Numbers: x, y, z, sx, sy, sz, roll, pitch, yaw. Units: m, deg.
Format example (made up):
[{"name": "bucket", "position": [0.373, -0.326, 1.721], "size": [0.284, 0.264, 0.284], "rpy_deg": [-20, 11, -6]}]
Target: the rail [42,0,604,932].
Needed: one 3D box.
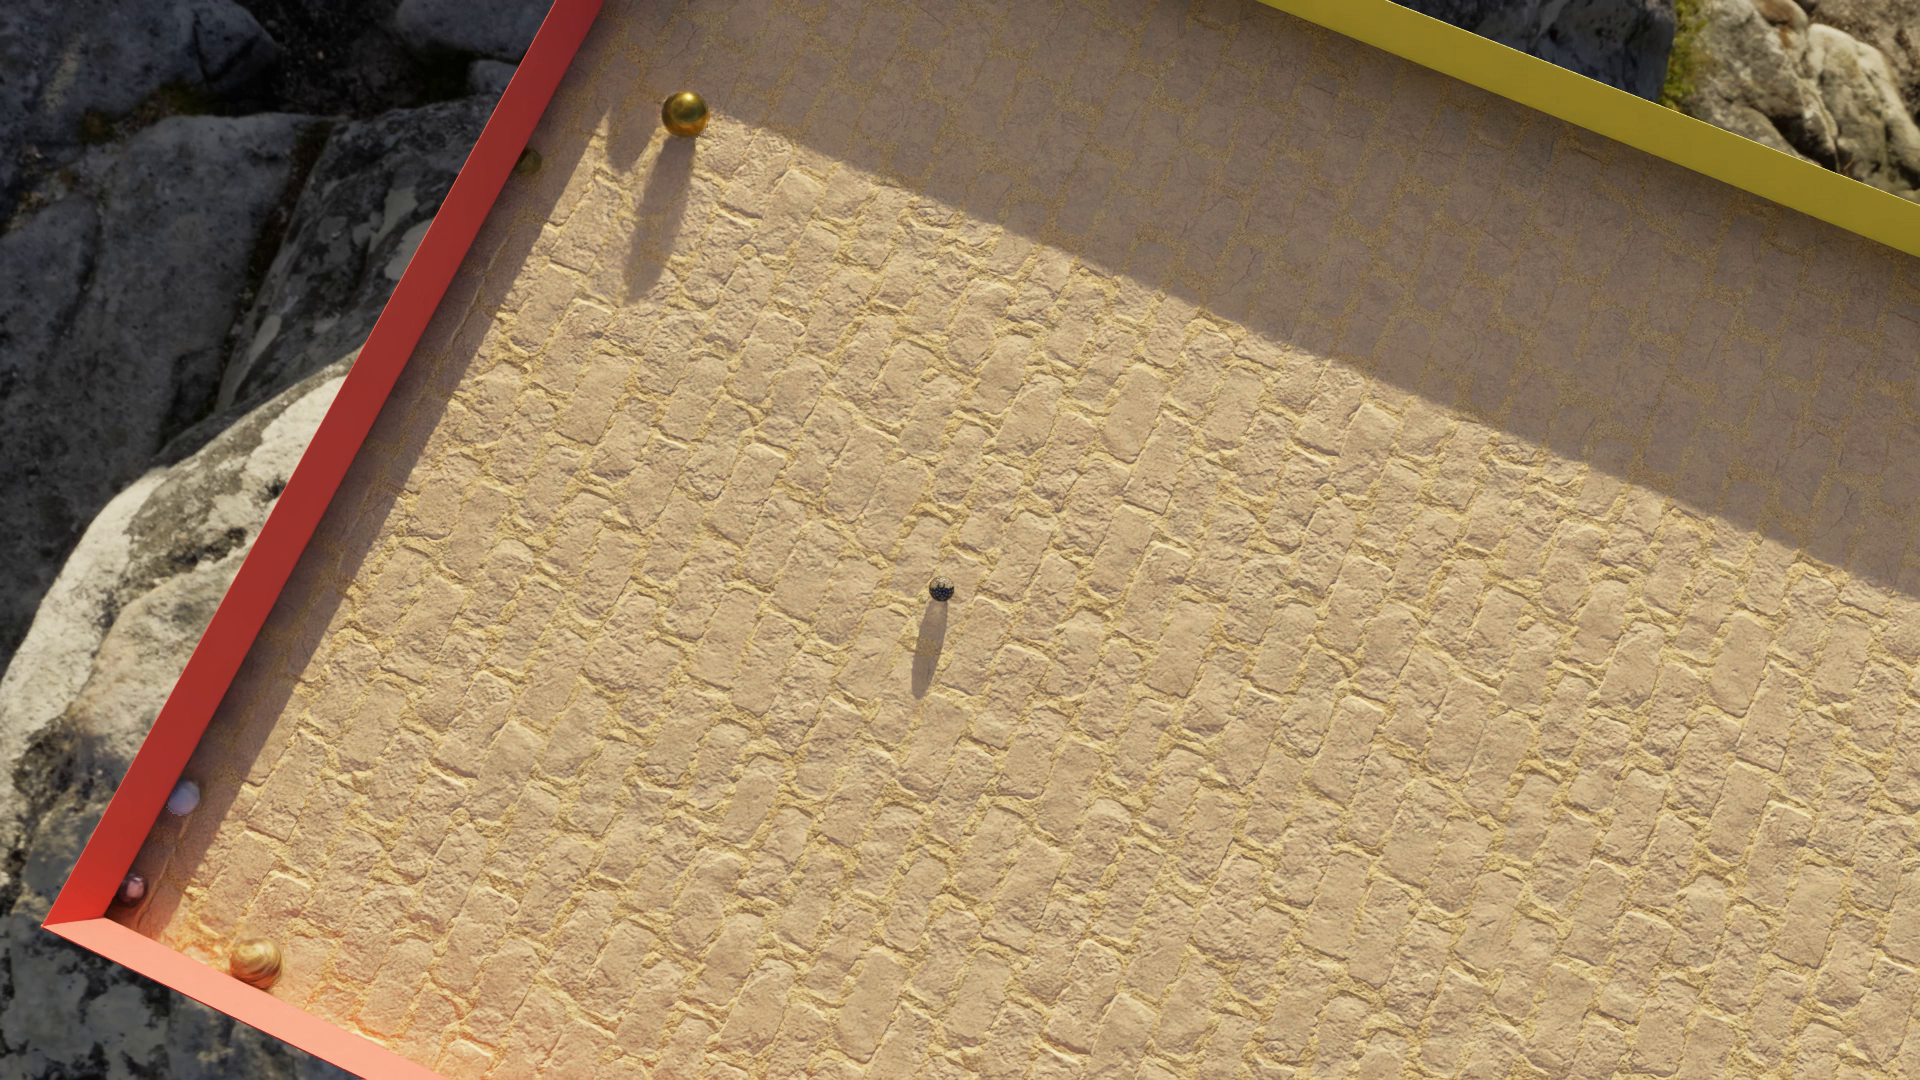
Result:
[{"name": "rail", "position": [-0.844, -0.369, 3.446], "size": [0.045, 0.129, 2.152], "rpy_deg": [23, 75, 7]}]

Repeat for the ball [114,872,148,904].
[{"name": "ball", "position": [-1.219, 0.512, 3.232], "size": [0.046, 0.046, 0.046], "rpy_deg": [0, 74, 0]}]

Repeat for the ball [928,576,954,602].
[{"name": "ball", "position": [-0.028, 0.075, 3.364], "size": [0.040, 0.040, 0.040], "rpy_deg": [0, 74, 0]}]

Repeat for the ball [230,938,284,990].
[{"name": "ball", "position": [-1.019, 0.614, 3.187], "size": [0.076, 0.076, 0.076], "rpy_deg": [0, 74, 0]}]

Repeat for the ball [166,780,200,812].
[{"name": "ball", "position": [-1.155, 0.381, 3.269], "size": [0.049, 0.049, 0.049], "rpy_deg": [0, 74, 0]}]

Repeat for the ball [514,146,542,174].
[{"name": "ball", "position": [-0.701, -0.614, 3.563], "size": [0.045, 0.045, 0.045], "rpy_deg": [0, 74, 0]}]

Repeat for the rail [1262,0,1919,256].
[{"name": "rail", "position": [1.292, -0.566, 3.504], "size": [3.787, 0.129, 0.045], "rpy_deg": [23, 75, 7]}]

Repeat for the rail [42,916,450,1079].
[{"name": "rail", "position": [0.440, 1.281, 2.962], "size": [3.787, 0.129, 0.045], "rpy_deg": [23, 75, 7]}]

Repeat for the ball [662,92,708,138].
[{"name": "ball", "position": [-0.448, -0.690, 3.570], "size": [0.074, 0.074, 0.074], "rpy_deg": [0, 74, 0]}]
